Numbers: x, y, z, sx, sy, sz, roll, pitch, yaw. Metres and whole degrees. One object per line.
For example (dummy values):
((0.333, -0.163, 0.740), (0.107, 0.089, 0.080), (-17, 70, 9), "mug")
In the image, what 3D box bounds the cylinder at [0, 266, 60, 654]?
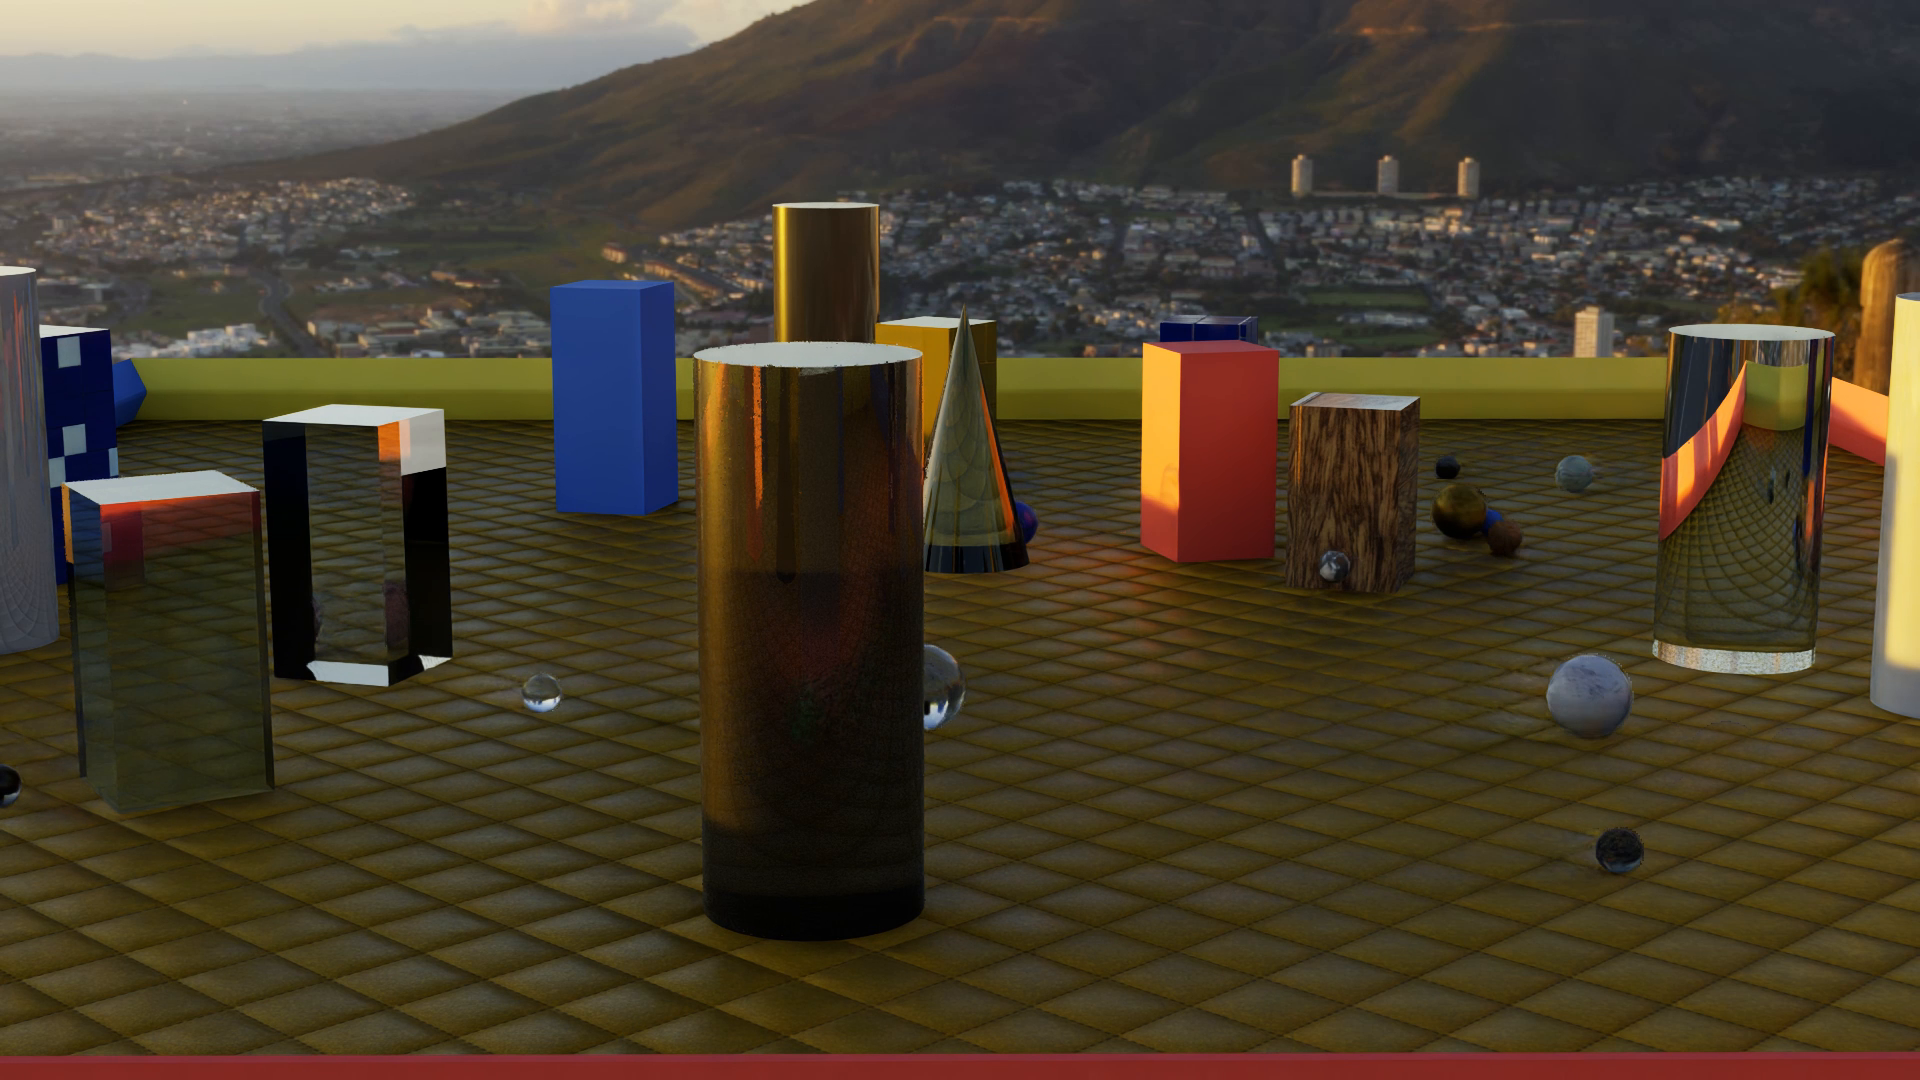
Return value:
((-1.253, -0.102, 3.238), (0.194, 0.470, 0.194), (0, 11, 0), "cylinder")

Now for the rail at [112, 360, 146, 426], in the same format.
((-1.679, 0.034, 3.440), (0.045, 0.126, 3.795), (0, 11, 0), "rail")

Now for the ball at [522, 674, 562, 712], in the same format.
((-0.475, 0.174, 2.916), (0.044, 0.044, 0.044), (0, 11, 0), "ball")

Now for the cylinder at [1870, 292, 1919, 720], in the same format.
((1.150, -0.040, 2.912), (0.194, 0.467, 0.194), (0, 11, 0), "cylinder")

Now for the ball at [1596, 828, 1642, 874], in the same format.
((0.600, 0.283, 2.337), (0.042, 0.042, 0.042), (0, 11, 0), "ball")

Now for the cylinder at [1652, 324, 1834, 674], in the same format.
((0.962, -0.054, 3.158), (0.194, 0.405, 0.194), (0, 11, 0), "cylinder")

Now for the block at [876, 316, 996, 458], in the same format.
((-0.042, -0.249, 4.562), (0.155, 0.276, 0.155), (7, 12, 32), "block")

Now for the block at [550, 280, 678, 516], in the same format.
((-0.570, -0.238, 4.247), (0.155, 0.369, 0.155), (3, 11, 14), "block")

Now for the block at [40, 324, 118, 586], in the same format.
((-1.323, -0.123, 3.677), (0.155, 0.351, 0.155), (5, 12, 27), "block")

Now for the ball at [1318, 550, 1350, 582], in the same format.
((0.520, 0.037, 3.570), (0.046, 0.046, 0.046), (0, 11, 0), "ball")

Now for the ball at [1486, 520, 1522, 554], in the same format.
((0.818, -0.004, 3.857), (0.052, 0.052, 0.052), (0, 11, 0), "ball")

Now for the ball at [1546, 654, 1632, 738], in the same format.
((0.688, 0.171, 2.806), (0.090, 0.090, 0.090), (0, 11, 0), "ball")

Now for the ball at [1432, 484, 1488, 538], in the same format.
((0.775, -0.045, 3.983), (0.084, 0.084, 0.084), (0, 11, 0), "ball")

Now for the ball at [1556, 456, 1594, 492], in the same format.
((1.057, -0.114, 4.414), (0.064, 0.064, 0.064), (0, 11, 0), "ball")

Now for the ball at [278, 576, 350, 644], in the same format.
((-0.821, 0.088, 3.259), (0.088, 0.088, 0.088), (0, 11, 0), "ball")

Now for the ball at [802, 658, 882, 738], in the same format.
((-0.129, 0.173, 2.807), (0.086, 0.086, 0.086), (0, 11, 0), "ball")

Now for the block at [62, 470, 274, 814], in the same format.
((-0.802, 0.098, 2.599), (0.155, 0.309, 0.155), (-7, 12, -32), "block")

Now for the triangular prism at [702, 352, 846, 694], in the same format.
((-0.198, -0.023, 3.047), (0.168, 0.384, 0.146), (2, 11, 13), "triangular prism")

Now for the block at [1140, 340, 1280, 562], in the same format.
((0.374, -0.136, 3.859), (0.155, 0.310, 0.155), (-3, 11, -16), "block")

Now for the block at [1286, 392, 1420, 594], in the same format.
((0.559, -0.070, 3.644), (0.155, 0.257, 0.155), (4, 11, 19), "block")

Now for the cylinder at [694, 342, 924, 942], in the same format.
((-0.128, 0.081, 2.208), (0.194, 0.485, 0.194), (0, 11, 0), "cylinder")

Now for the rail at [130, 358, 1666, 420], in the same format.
((-0.011, -0.310, 5.291), (3.406, 0.126, 0.045), (0, 11, 0), "rail")

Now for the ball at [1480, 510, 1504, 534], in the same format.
((0.829, -0.027, 4.010), (0.041, 0.041, 0.041), (0, 11, 0), "ball")

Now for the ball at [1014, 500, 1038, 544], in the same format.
((0.083, -0.024, 3.909), (0.072, 0.072, 0.072), (0, 11, 0), "ball")

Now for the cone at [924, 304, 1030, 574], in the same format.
((0.006, -0.158, 3.773), (0.194, 0.384, 0.194), (0, 11, 0), "cone")

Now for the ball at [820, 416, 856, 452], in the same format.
((-0.233, -0.200, 4.862), (0.069, 0.069, 0.069), (0, 11, 0), "ball")

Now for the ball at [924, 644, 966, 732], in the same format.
((-0.042, 0.163, 2.834), (0.097, 0.097, 0.097), (0, 11, 0), "ball")

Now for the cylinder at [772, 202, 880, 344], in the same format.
((-0.241, -0.370, 4.667), (0.194, 0.475, 0.194), (0, 11, 0), "cylinder")

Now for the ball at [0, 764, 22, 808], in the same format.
((-0.953, 0.243, 2.544), (0.044, 0.044, 0.044), (0, 11, 0), "ball")

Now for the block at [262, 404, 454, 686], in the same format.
((-0.727, 0.003, 3.107), (0.155, 0.311, 0.155), (3, 11, 17), "block")

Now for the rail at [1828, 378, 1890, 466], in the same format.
((1.679, 0.031, 3.459), (0.045, 0.126, 3.795), (0, 11, 0), "rail")

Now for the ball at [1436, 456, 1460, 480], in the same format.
((0.864, -0.128, 4.547), (0.042, 0.042, 0.042), (0, 11, 0), "ball")

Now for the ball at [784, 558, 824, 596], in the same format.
((-0.216, 0.051, 3.551), (0.054, 0.054, 0.054), (0, 11, 0), "ball")

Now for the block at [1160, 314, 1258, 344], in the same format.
((0.454, -0.268, 4.686), (0.155, 0.268, 0.155), (3, 11, 14), "block")

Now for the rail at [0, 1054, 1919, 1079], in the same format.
((0.011, 0.374, 1.607), (3.406, 0.126, 0.045), (0, 11, 0), "rail")
